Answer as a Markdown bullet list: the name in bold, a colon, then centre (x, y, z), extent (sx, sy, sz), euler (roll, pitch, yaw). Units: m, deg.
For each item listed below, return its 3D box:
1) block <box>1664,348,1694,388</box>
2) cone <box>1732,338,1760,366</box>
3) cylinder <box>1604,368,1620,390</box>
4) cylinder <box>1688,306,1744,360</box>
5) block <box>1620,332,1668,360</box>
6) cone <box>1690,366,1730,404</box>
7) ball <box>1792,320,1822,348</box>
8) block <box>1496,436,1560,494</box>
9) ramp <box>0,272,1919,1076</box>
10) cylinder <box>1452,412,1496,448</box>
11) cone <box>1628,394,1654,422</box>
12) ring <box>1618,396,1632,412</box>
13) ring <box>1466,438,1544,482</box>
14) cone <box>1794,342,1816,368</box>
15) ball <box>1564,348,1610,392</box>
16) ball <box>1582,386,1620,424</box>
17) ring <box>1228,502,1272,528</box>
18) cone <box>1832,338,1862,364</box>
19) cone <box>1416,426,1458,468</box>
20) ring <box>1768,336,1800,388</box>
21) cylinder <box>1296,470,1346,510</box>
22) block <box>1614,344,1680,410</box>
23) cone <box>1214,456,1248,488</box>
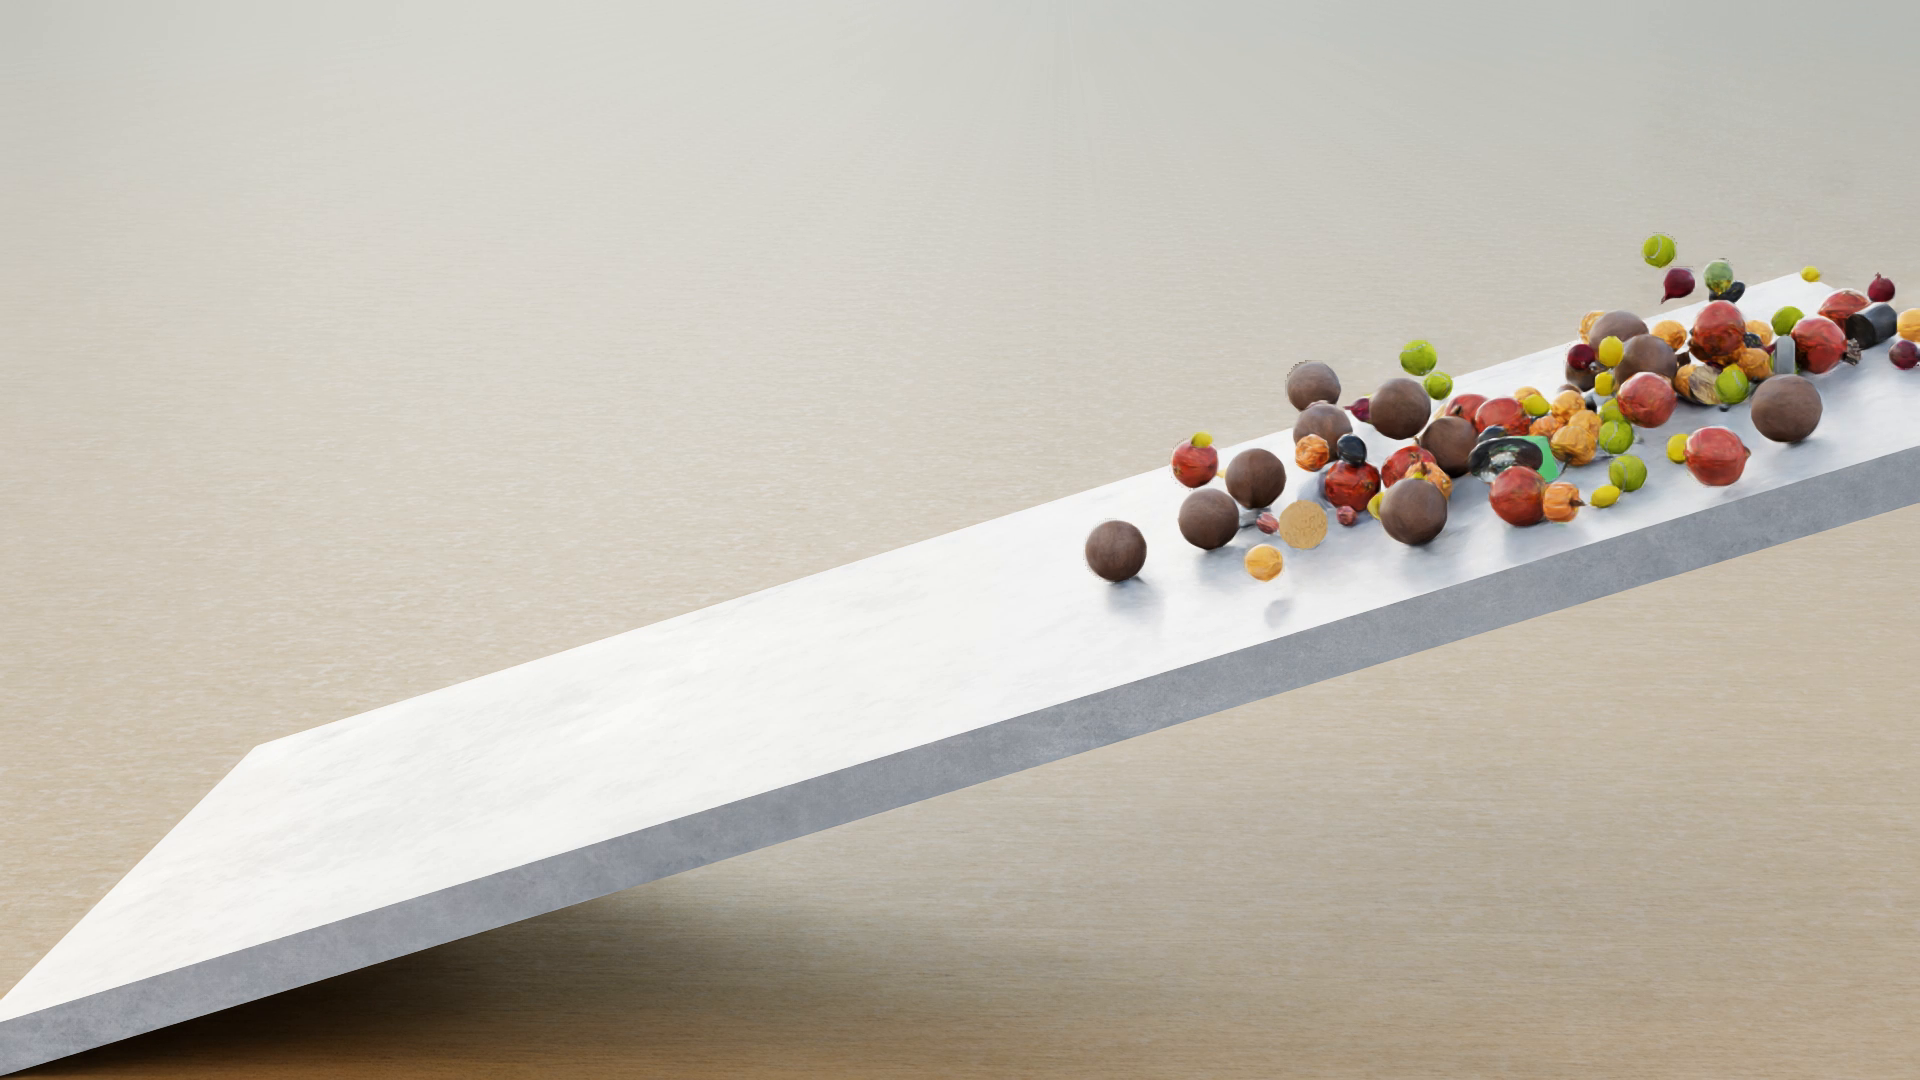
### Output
- **block**: centre (1.521, -0.364, 6.276), extent (0.069, 0.069, 0.069), euler (-18, 9, 2)
- **cone**: centre (1.681, -0.394, 6.278), extent (0.061, 0.061, 0.061), euler (5, -8, 23)
- **cylinder**: centre (1.432, -0.348, 6.379), extent (0.054, 0.054, 0.054), euler (-13, 12, 0)
- **cylinder**: centre (1.595, -0.437, 6.203), extent (0.080, 0.080, 0.080), euler (-40, 10, 6)
- **block**: centre (1.512, -0.404, 6.489), extent (0.076, 0.076, 0.076), euler (-11, 12, 33)
- **cone**: centre (1.516, -0.298, 6.027), extent (0.090, 0.090, 0.090), euler (-3, -22, -15)
- **ball**: centre (1.790, -0.434, 6.214), extent (0.060, 0.060, 0.060), euler (0, 11, 0)
- **block**: centre (1.107, -0.148, 5.791), extent (0.087, 0.087, 0.087), euler (-28, 14, -27)
- **ramp**: centre (0.100, 0.183, 6.311), extent (4.000, 0.100, 2.000), euler (-17, 10, 5)
- **cylinder**: centre (1.103, -0.234, 6.310), extent (0.070, 0.070, 0.070), euler (-5, 12, -23)
- **cone**: centre (1.401, -0.278, 6.081), extent (0.054, 0.054, 0.054), euler (-17, 10, 3)
- **ring**: centre (1.411, -0.298, 6.207), extent (0.102, 0.034, 0.102), euler (-17, 17, 5)
- **ring**: centre (1.028, -0.150, 5.552), extent (0.143, 0.048, 0.143), euler (0, -24, 0)
- **cone**: centre (1.715, -0.369, 6.040), extent (0.061, 0.061, 0.061), euler (-25, -6, 37)
- **ball**: centre (1.383, -0.374, 6.490), extent (0.097, 0.097, 0.097), euler (0, 11, 0)
- **ball**: centre (1.339, -0.282, 6.138), extent (0.078, 0.078, 0.078), euler (0, 11, 0)
- **ring**: centre (0.621, -0.054, 6.295), extent (0.098, 0.033, 0.098), euler (-17, 12, 4)
- **cone**: centre (1.782, -0.376, 5.945), extent (0.054, 0.054, 0.054), euler (-9, -3, -38)
- **cone**: centre (1.022, -0.185, 6.181), extent (0.092, 0.092, 0.092), euler (-5, 16, -23)
- **ring**: centre (1.643, -0.354, 5.861), extent (0.036, 0.109, 0.109), euler (23, 18, 16)
- **cylinder**: centre (0.753, -0.099, 6.139), extent (0.073, 0.073, 0.073), euler (-8, -13, -35)
- **block**: centre (1.429, -0.337, 6.124), extent (0.087, 0.087, 0.087), euler (-31, 53, -32)
- **cone**: centre (0.588, -0.145, 6.404), extent (0.072, 0.072, 0.072), euler (-4, 11, 5)
